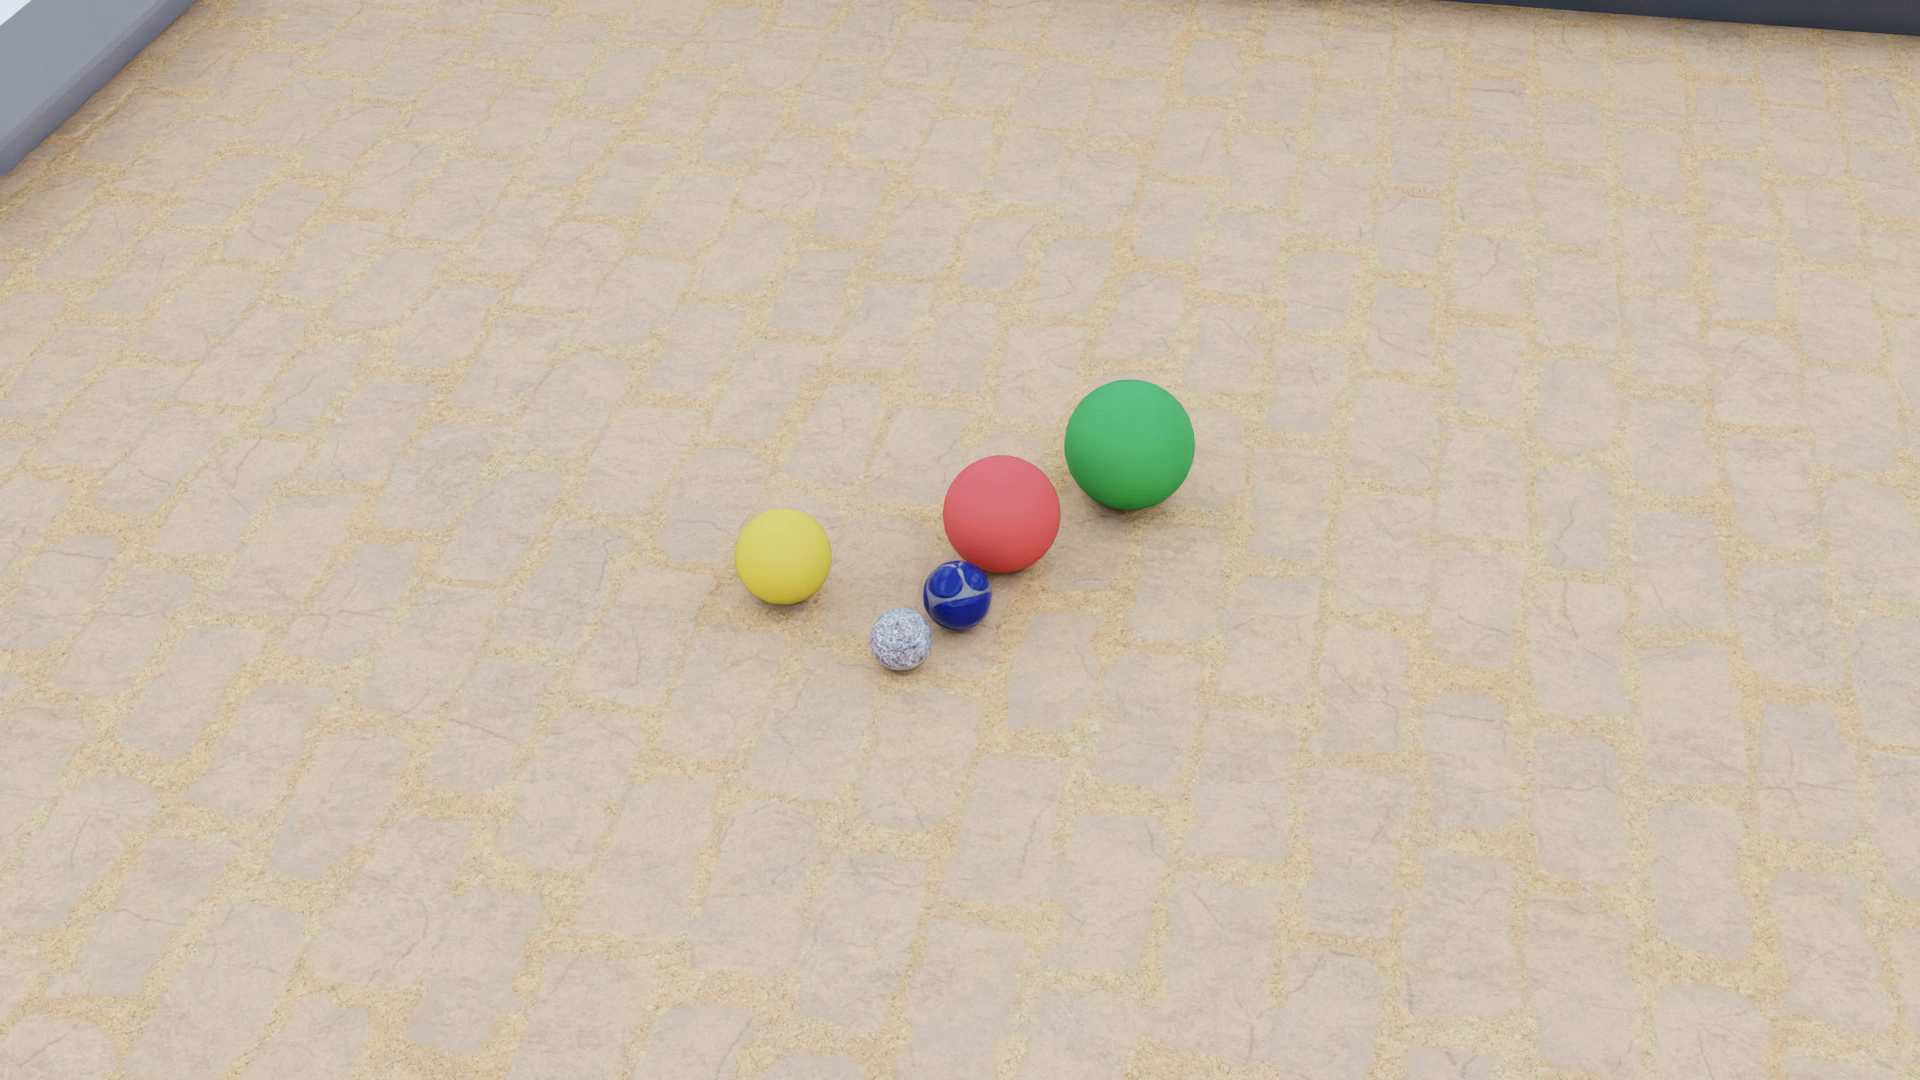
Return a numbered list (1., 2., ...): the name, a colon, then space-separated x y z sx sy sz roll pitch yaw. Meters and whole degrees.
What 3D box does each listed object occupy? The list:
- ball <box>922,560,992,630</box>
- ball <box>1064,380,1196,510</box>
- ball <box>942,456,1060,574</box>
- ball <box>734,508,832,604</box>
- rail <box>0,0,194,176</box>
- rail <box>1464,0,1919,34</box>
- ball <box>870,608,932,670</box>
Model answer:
1. ball: -0.002 0.039 1.791 0.049 0.049 0.049 0 35 0
2. ball: 0.126 -0.071 1.906 0.097 0.097 0.097 0 35 0
3. ball: 0.030 -0.019 1.842 0.085 0.085 0.085 0 35 0
4. ball: -0.125 0.012 1.813 0.069 0.069 0.069 0 35 0
5. rail: -0.950 -0.129 1.962 0.045 0.126 2.250 6 35 9
6. rail: 1.181 -0.536 2.547 3.965 0.126 0.045 6 35 9
7. ball: -0.040 0.068 1.754 0.043 0.043 0.043 0 35 0
